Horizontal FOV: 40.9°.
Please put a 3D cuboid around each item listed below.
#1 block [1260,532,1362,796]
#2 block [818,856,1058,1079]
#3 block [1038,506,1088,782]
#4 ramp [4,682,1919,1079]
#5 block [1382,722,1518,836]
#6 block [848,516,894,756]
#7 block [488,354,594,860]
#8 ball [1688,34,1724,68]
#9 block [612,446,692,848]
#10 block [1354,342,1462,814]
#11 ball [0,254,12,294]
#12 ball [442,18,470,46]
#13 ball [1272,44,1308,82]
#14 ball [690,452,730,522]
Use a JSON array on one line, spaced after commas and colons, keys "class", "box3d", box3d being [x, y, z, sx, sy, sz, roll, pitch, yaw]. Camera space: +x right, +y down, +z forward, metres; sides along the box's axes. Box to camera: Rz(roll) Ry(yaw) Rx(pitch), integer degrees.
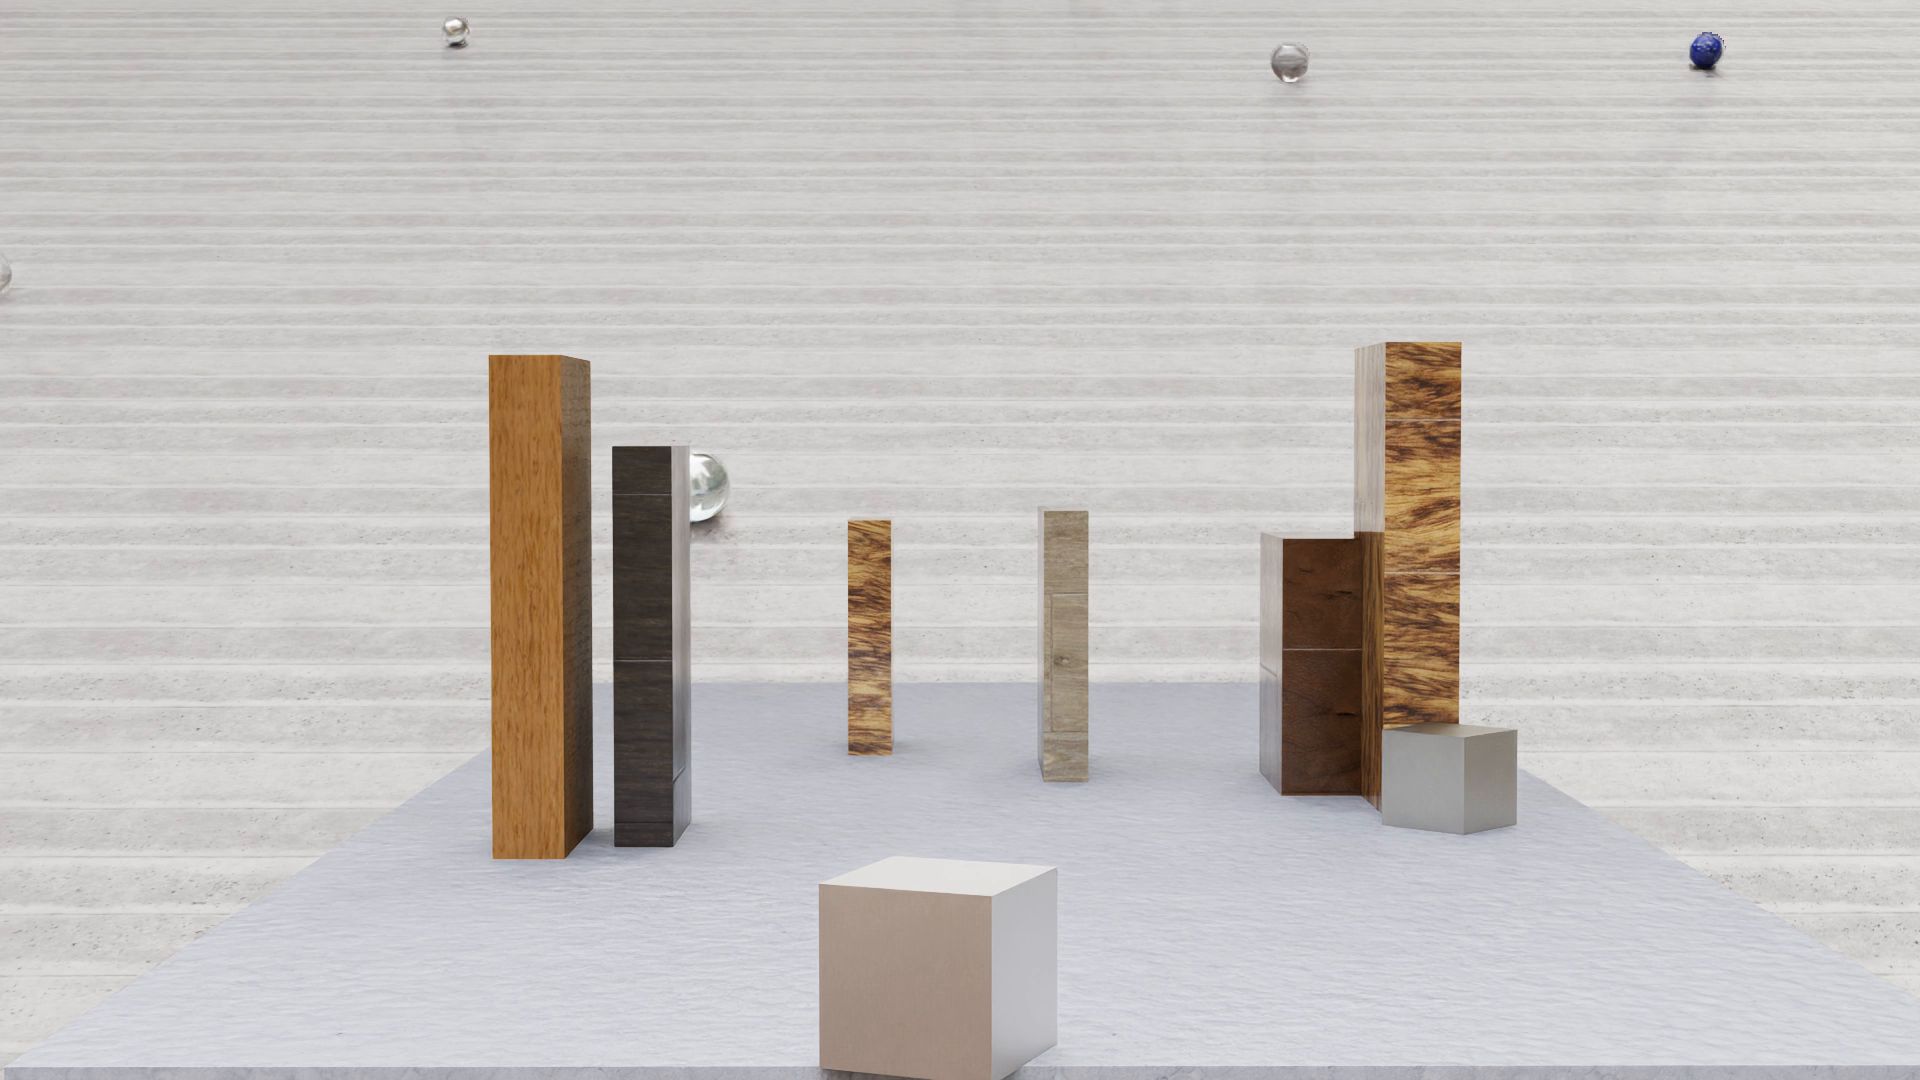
[{"class": "block", "box3d": [0.630, 0.214, 4.612, 0.148, 0.446, 0.326, 0, 2, 0]}, {"class": "block", "box3d": [-0.020, 0.426, 2.578, 0.182, 0.182, 0.182, 1, 2, 22]}, {"class": "block", "box3d": [0.190, 0.185, 4.802, 0.080, 0.489, 0.352, 0, 2, 0]}, {"class": "ramp", "box3d": [0.054, 0.490, 4.542, 2.000, 0.100, 4.000, 0, 2, 0]}, {"class": "block", "box3d": [0.783, 0.379, 4.118, 0.153, 0.153, 0.153, 2, 3, 44]}, {"class": "block", "box3d": [-0.176, 0.186, 5.148, 0.084, 0.459, 0.255, 0, 2, 0]}, {"class": "block", "box3d": [-0.636, 0.094, 3.928, 0.106, 0.741, 0.305, 0, 2, 0]}, {"class": "ball", "box3d": [3.795, -2.486, 13.099, 0.167, 0.167, 0.167, 0, 24, 0]}, {"class": "block", "box3d": [-0.479, 0.157, 4.024, 0.090, 0.607, 0.271, 0, 2, 0]}, {"class": "block", "box3d": [0.756, 0.058, 4.378, 0.124, 0.775, 0.327, 0, 2, 0]}, {"class": "ball", "box3d": [-3.657, -1.001, 9.676, 0.177, 0.177, 0.177, 0, 24, 0]}, {"class": "ball", "box3d": [-2.658, -2.676, 13.561, 0.146, 0.146, 0.146, 0, 24, 0]}, {"class": "ball", "box3d": [1.643, -2.378, 12.824, 0.187, 0.187, 0.187, 0, 24, 0]}, {"class": "ball", "box3d": [-0.791, -0.159, 7.709, 0.206, 0.206, 0.206, 0, 24, 0]}]
